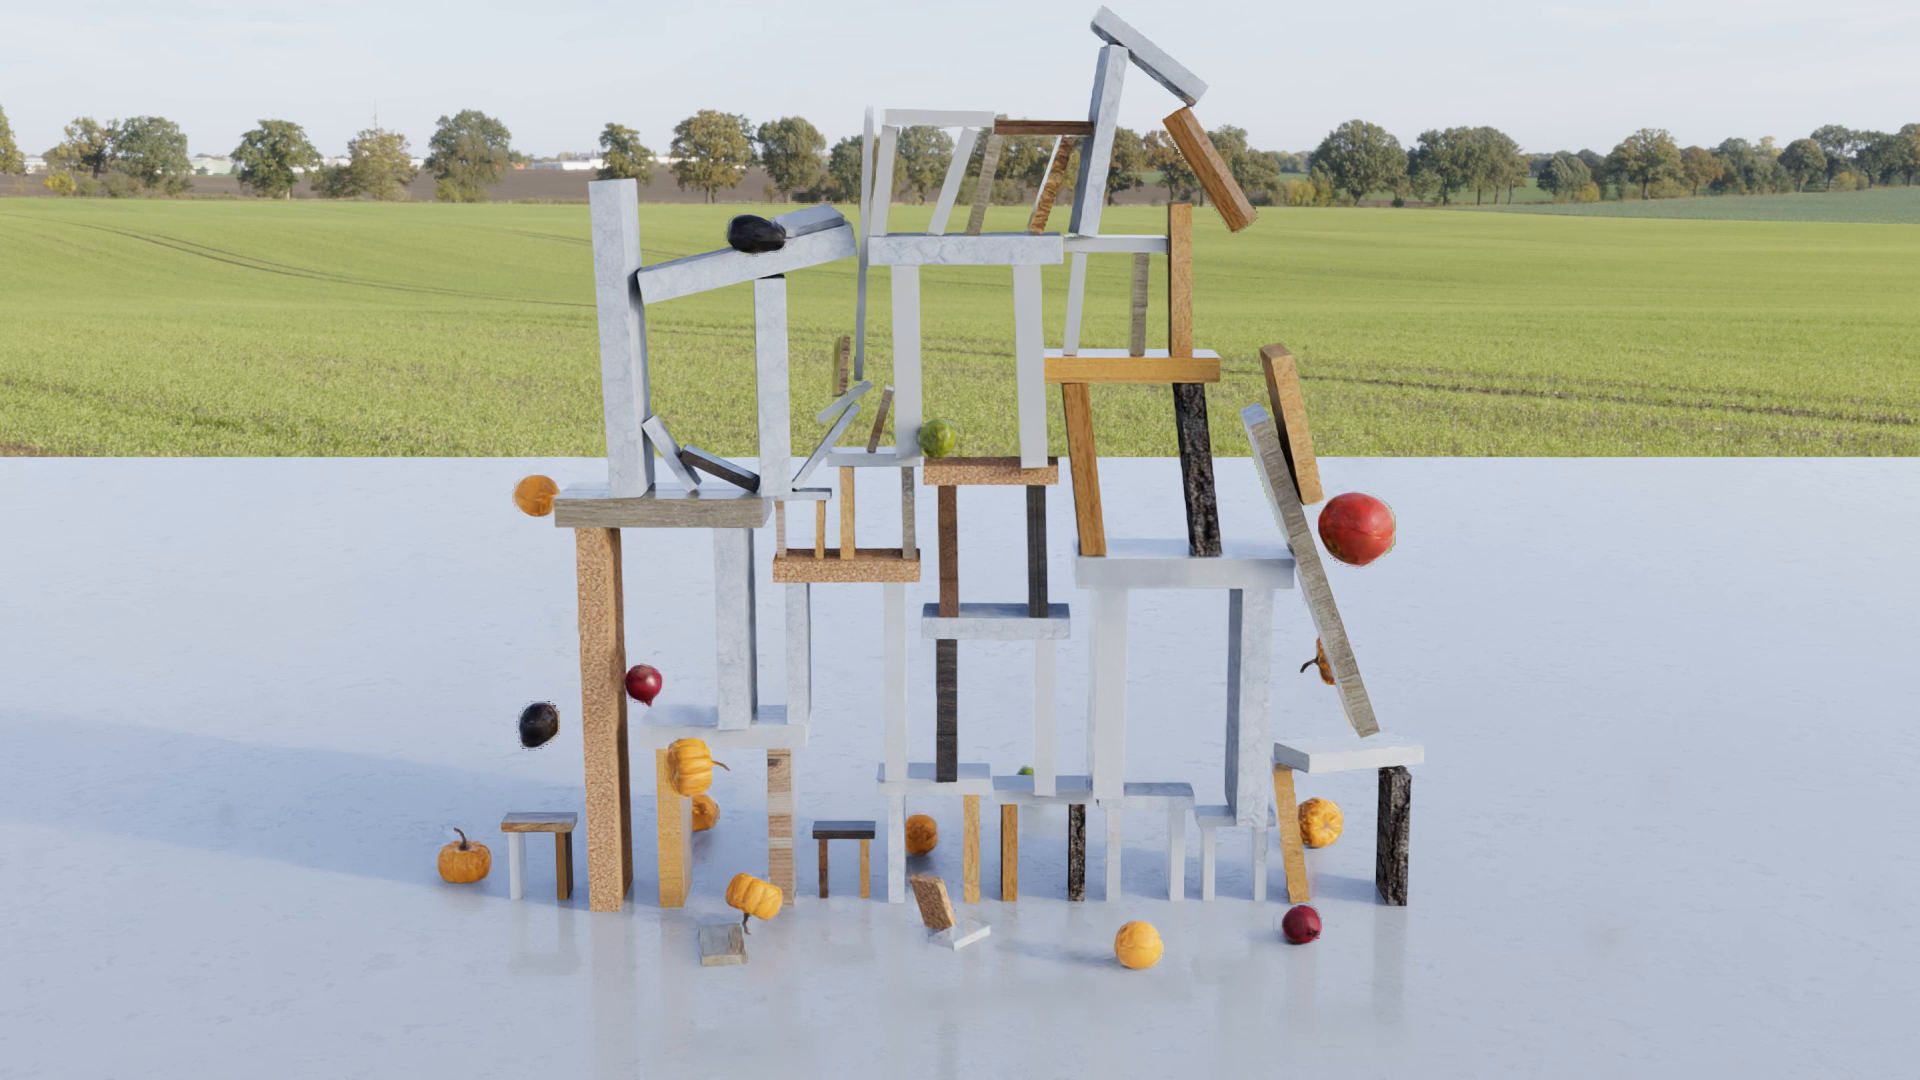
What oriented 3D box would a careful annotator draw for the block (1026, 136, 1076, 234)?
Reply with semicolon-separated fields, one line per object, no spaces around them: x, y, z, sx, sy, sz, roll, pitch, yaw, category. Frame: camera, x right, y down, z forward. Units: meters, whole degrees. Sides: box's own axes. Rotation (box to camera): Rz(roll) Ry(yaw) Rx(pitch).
0.142;-0.559;3.461;0.022;0.155;0.077;19;10;-5;block

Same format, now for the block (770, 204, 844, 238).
-0.240;-0.504;3.466;0.104;0.015;0.052;-19;39;-27;block

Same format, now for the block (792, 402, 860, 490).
-0.216;-0.153;3.539;0.015;0.166;0.051;37;2;-9;block

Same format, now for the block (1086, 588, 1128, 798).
0.240;0.232;3.604;0.049;0.347;0.173;1;10;-1;block

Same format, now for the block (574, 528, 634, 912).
-0.582;0.278;3.606;0.047;0.636;0.164;0;11;0;block

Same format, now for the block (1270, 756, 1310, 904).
0.546;0.478;3.649;0.031;0.221;0.110;-8;7;6;block

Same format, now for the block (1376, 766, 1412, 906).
0.718;0.482;3.645;0.031;0.221;0.110;0;10;0;block

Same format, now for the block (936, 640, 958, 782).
-0.021;0.265;3.608;0.034;0.238;0.119;0;11;1;block

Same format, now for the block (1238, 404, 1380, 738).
0.559;0.050;3.512;0.034;0.550;0.118;-21;15;4;block

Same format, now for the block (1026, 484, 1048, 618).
0.124;0.009;3.556;0.030;0.215;0.108;-1;11;1;block

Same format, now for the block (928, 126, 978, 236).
-0.011;-0.564;3.451;0.024;0.169;0.085;19;10;-2;block

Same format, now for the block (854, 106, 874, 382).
-0.150;-0.457;3.438;0.013;0.454;0.047;3;34;-1;block

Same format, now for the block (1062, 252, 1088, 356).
0.183;-0.378;3.490;0.023;0.161;0.081;6;11;3;block

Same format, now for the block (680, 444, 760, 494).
-0.384;-0.115;3.524;0.131;0.019;0.066;24;9;-10;block

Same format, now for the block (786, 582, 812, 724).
-0.264;0.172;3.594;0.033;0.235;0.117;0;11;-1;block

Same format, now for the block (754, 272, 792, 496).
-0.301;-0.253;3.532;0.048;0.342;0.171;-2;11;-5;block

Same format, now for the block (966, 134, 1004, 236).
0.039;-0.559;3.455;0.022;0.155;0.077;14;11;-2;block

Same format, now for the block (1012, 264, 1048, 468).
0.111;-0.283;3.500;0.043;0.317;0.150;-2;11;1;block

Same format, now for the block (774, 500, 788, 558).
-0.289;-0.021;3.548;0.013;0.094;0.047;-2;11;-1;block

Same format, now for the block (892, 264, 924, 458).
-0.085;-0.291;3.501;0.043;0.301;0.150;-1;11;-2;block

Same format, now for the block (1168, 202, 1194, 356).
0.349;-0.414;3.481;0.034;0.237;0.118;-1;10;3;block

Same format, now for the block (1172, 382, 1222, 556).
0.380;-0.123;3.534;0.039;0.274;0.137;-7;10;2;block

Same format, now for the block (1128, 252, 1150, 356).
0.283;-0.377;3.491;0.023;0.161;0.081;2;10;1;block

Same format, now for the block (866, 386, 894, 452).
-0.128;-0.195;3.527;0.015;0.103;0.051;16;10;-5;block

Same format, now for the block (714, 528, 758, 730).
-0.364;0.128;3.576;0.047;0.329;0.164;0;11;1;block

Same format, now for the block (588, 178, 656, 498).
-0.536;-0.324;3.501;0.048;0.492;0.171;-2;11;0;block

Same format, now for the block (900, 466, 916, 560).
-0.083;-0.050;3.553;0.021;0.149;0.075;-1;11;-1;block

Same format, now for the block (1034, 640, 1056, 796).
0.139;0.276;3.603;0.034;0.259;0.119;0;11;1;block

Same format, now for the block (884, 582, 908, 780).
-0.104;0.219;3.604;0.033;0.330;0.117;0;11;1;block

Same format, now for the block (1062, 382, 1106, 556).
0.198;-0.123;3.535;0.039;0.275;0.137;-7;10;2;block

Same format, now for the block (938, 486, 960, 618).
-0.018;0.008;3.559;0.030;0.215;0.108;-1;11;1;block

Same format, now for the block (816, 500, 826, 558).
-0.225;-0.021;3.551;0.013;0.094;0.047;1;11;-1;block

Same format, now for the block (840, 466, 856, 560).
-0.182;-0.050;3.553;0.021;0.149;0.075;0;11;-1;block

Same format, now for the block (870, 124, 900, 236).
-0.118;-0.564;3.444;0.024;0.169;0.085;7;11;-1;block

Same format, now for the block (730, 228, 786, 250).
-0.311;-0.480;3.487;0.104;0.015;0.052;-14;12;-7;block

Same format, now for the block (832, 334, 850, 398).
-0.191;-0.279;3.522;0.013;0.095;0.047;5;-5;-17;block

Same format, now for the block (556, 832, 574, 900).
-0.658;0.533;3.658;0.016;0.116;0.058;0;11;0;block

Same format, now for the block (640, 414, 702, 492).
-0.463;-0.140;3.531;0.019;0.131;0.066;-33;9;6;block

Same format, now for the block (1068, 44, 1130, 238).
0.216;-0.624;3.443;0.029;0.292;0.103;8;9;-7;block

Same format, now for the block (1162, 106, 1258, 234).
0.393;-0.584;3.455;0.029;0.206;0.103;-31;5;20;block

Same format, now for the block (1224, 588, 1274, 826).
0.473;0.254;3.606;0.049;0.392;0.173;0;10;0;block
